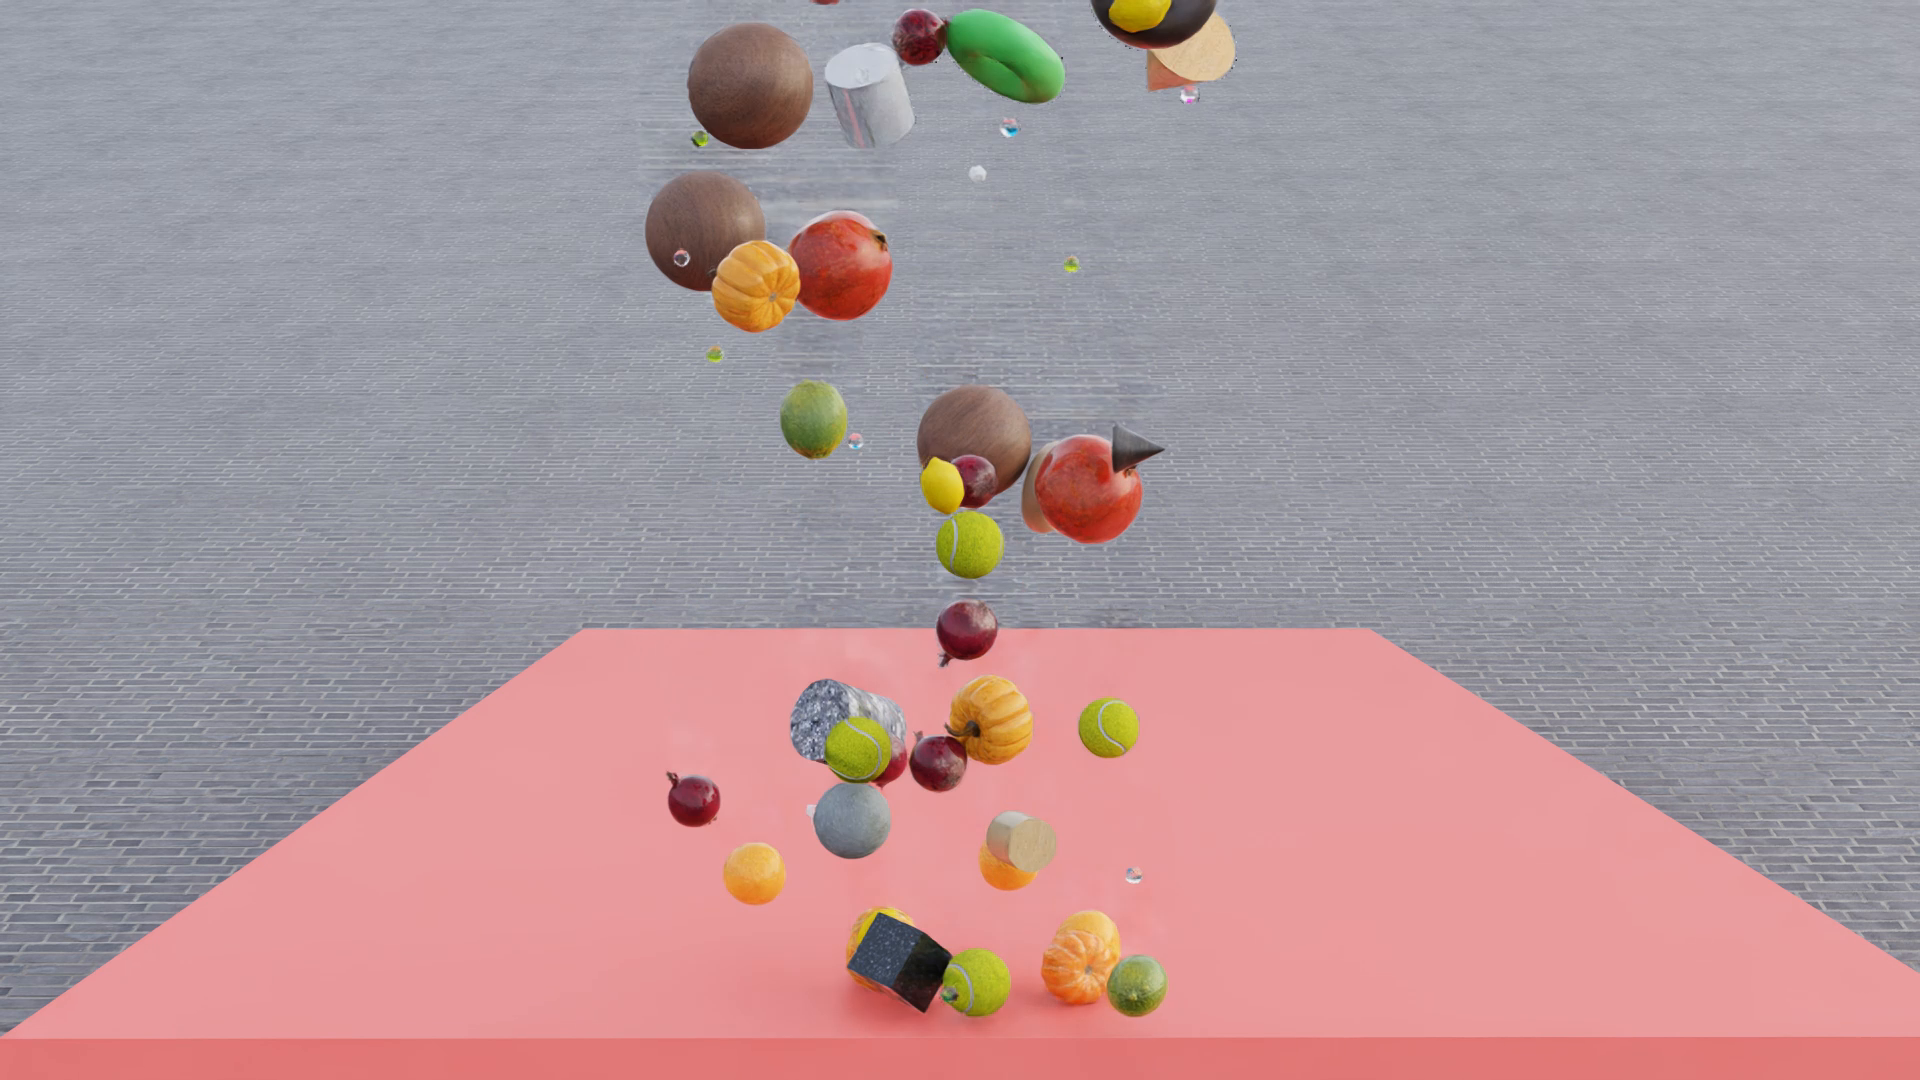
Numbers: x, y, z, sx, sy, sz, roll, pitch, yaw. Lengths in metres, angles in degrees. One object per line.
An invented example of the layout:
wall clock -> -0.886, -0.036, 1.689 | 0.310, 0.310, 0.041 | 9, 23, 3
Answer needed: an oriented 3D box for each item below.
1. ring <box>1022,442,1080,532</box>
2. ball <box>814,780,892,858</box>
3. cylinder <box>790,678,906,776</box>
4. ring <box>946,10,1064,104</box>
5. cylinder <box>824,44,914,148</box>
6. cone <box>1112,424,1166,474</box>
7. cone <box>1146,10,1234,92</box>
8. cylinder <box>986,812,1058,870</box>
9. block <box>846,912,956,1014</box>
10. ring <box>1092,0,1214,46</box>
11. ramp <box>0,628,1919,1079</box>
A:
ring -> 0.103, -0.060, 2.903 | 0.036, 0.107, 0.107 | 17, 25, 22
ball -> -0.113, 0.294, 2.697 | 0.082, 0.082, 0.082 | 0, 19, 0
cylinder -> -0.130, 0.219, 2.993 | 0.096, 0.096, 0.096 | 21, -1, 45
ring -> 0.048, -0.519, 2.758 | 0.140, 0.047, 0.140 | 28, -9, 5
cylinder -> -0.086, -0.422, 2.439 | 0.070, 0.070, 0.070 | -9, 44, 9
cone -> 0.189, -0.095, 2.676 | 0.054, 0.054, 0.054 | 2, 19, 11
cone -> 0.203, -0.460, 2.489 | 0.095, 0.095, 0.095 | -10, -18, -27
cylinder -> 0.069, 0.336, 2.868 | 0.060, 0.060, 0.060 | -12, -4, -30
block -> -0.060, 0.435, 2.639 | 0.066, 0.066, 0.066 | 16, 69, 43
ring -> 0.180, -0.517, 2.385 | 0.122, 0.122, 0.041 | 5, -8, 15
ramp -> 0.045, 0.409, 4.537 | 2.000, 0.100, 4.000 | 0, 4, 0
